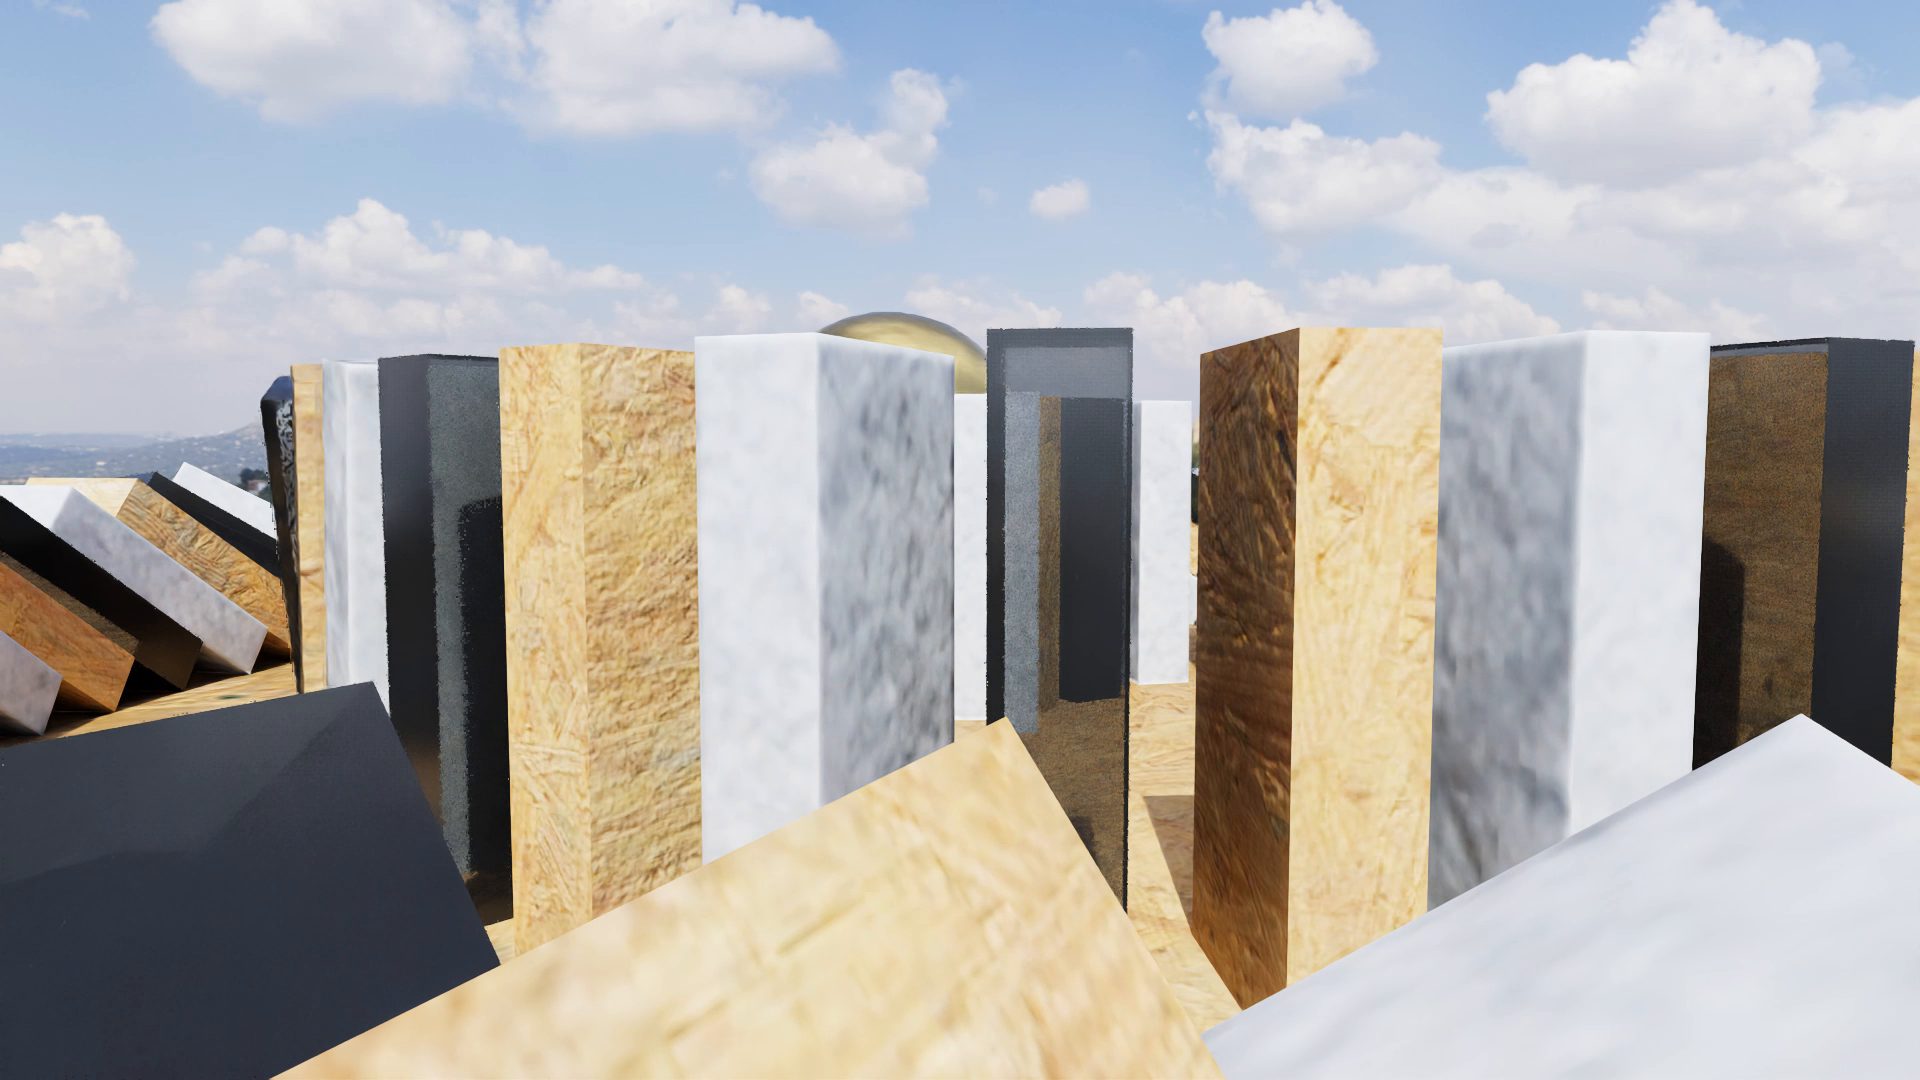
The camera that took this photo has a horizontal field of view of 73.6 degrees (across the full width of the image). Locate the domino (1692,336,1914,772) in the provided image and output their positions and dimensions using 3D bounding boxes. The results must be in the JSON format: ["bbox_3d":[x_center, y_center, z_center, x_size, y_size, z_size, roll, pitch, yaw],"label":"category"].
[{"bbox_3d":[0.061,0.010,0.105,0.009,0.050,0.025,-2,5,-23],"label":"domino"}]

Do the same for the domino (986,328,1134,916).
[{"bbox_3d":[0.008,0.010,0.098,0.010,0.050,0.025,0,4,6],"label":"domino"}]

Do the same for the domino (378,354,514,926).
[{"bbox_3d":[-0.040,0.008,0.121,0.010,0.050,0.025,4,6,42],"label":"domino"}]

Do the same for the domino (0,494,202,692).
[{"bbox_3d":[-0.148,0.009,0.203,0.025,0.009,0.050,0,-30,6],"label":"domino"}]

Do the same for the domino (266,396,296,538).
[{"bbox_3d":[-0.072,0.005,0.171,0.025,0.050,0.010,0,30,-5],"label":"domino"}]

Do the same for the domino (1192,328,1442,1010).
[{"bbox_3d":[0.026,0.010,0.097,0.010,0.050,0.025,0,4,-4],"label":"domino"}]

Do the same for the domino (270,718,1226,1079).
[{"bbox_3d":[-0.020,0.022,0.026,0.050,0.009,0.025,-36,-11,24],"label":"domino"}]

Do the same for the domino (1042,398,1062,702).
[{"bbox_3d":[0.004,0.001,0.218,0.025,0.050,0.010,3,5,36],"label":"domino"}]

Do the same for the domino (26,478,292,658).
[{"bbox_3d":[-0.145,0.006,0.239,0.025,0.010,0.050,1,-31,18],"label":"domino"}]

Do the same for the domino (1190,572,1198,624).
[{"bbox_3d":[0.039,0.000,0.315,0.050,0.009,0.025,37,9,6],"label":"domino"}]

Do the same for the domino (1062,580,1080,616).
[{"bbox_3d":[0.004,0.001,0.309,0.050,0.010,0.025,36,-2,-10],"label":"domino"}]

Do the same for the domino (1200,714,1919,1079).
[{"bbox_3d":[-0.002,0.023,0.023,0.050,0.009,0.025,-35,-6,17],"label":"domino"}]

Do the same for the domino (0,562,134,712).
[{"bbox_3d":[-0.147,0.011,0.185,0.025,0.010,0.050,0,-30,2],"label":"domino"}]

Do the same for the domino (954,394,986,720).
[{"bbox_3d":[0.000,0.002,0.201,0.025,0.050,0.009,0,4,0],"label":"domino"}]

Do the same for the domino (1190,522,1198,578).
[{"bbox_3d":[0.057,0.001,0.313,0.050,0.009,0.025,37,13,10],"label":"domino"}]

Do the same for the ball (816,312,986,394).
[{"bbox_3d":[-0.020,-0.025,0.369,0.080,0.080,0.080,0,4,0],"label":"ball"}]

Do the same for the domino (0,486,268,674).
[{"bbox_3d":[-0.147,0.008,0.221,0.025,0.010,0.050,1,-30,11],"label":"domino"}]

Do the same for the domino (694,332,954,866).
[{"bbox_3d":[-0.010,0.010,0.102,0.010,0.050,0.025,2,5,22],"label":"domino"}]

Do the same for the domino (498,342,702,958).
[{"bbox_3d":[-0.025,0.009,0.110,0.009,0.050,0.025,3,5,33],"label":"domino"}]

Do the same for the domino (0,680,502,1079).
[{"bbox_3d":[-0.037,0.022,0.033,0.050,0.009,0.025,-37,-14,27],"label":"domino"}]

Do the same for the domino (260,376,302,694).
[{"bbox_3d":[-0.067,0.006,0.157,0.025,0.050,0.010,-1,24,-15],"label":"domino"}]

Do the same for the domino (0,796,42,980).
[{"bbox_3d":[-0.053,0.021,0.041,0.050,0.009,0.025,-38,-18,31],"label":"domino"}]

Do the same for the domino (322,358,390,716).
[{"bbox_3d":[-0.051,0.007,0.132,0.025,0.050,0.010,-3,11,-39],"label":"domino"}]

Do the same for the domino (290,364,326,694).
[{"bbox_3d":[-0.060,0.006,0.144,0.025,0.050,0.010,-2,18,-29],"label":"domino"}]

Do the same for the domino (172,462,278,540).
[{"bbox_3d":[-0.146,0.002,0.276,0.050,0.009,0.025,32,-29,-30],"label":"domino"}]

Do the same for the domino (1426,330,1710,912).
[{"bbox_3d":[0.044,0.010,0.100,0.010,0.050,0.025,-1,4,-13],"label":"domino"}]

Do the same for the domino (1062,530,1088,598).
[{"bbox_3d":[0.021,0.000,0.313,0.050,0.009,0.025,36,4,-2],"label":"domino"}]

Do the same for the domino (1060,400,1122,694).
[{"bbox_3d":[0.017,0.000,0.230,0.009,0.050,0.025,-3,5,-36],"label":"domino"}]

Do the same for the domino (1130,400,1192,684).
[{"bbox_3d":[0.033,0.000,0.238,0.010,0.050,0.025,-1,4,-16],"label":"domino"}]

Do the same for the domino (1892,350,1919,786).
[{"bbox_3d":[0.076,0.009,0.115,0.010,0.050,0.025,-4,6,-40],"label":"domino"}]

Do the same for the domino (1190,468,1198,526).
[{"bbox_3d":[0.075,0.001,0.310,0.050,0.009,0.025,38,16,14],"label":"domino"}]

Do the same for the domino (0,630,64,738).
[{"bbox_3d":[-0.145,0.012,0.167,0.025,0.010,0.050,0,-30,-4],"label":"domino"}]

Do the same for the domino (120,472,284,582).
[{"bbox_3d":[-0.146,0.005,0.258,0.025,0.009,0.050,-3,-32,36],"label":"domino"}]
